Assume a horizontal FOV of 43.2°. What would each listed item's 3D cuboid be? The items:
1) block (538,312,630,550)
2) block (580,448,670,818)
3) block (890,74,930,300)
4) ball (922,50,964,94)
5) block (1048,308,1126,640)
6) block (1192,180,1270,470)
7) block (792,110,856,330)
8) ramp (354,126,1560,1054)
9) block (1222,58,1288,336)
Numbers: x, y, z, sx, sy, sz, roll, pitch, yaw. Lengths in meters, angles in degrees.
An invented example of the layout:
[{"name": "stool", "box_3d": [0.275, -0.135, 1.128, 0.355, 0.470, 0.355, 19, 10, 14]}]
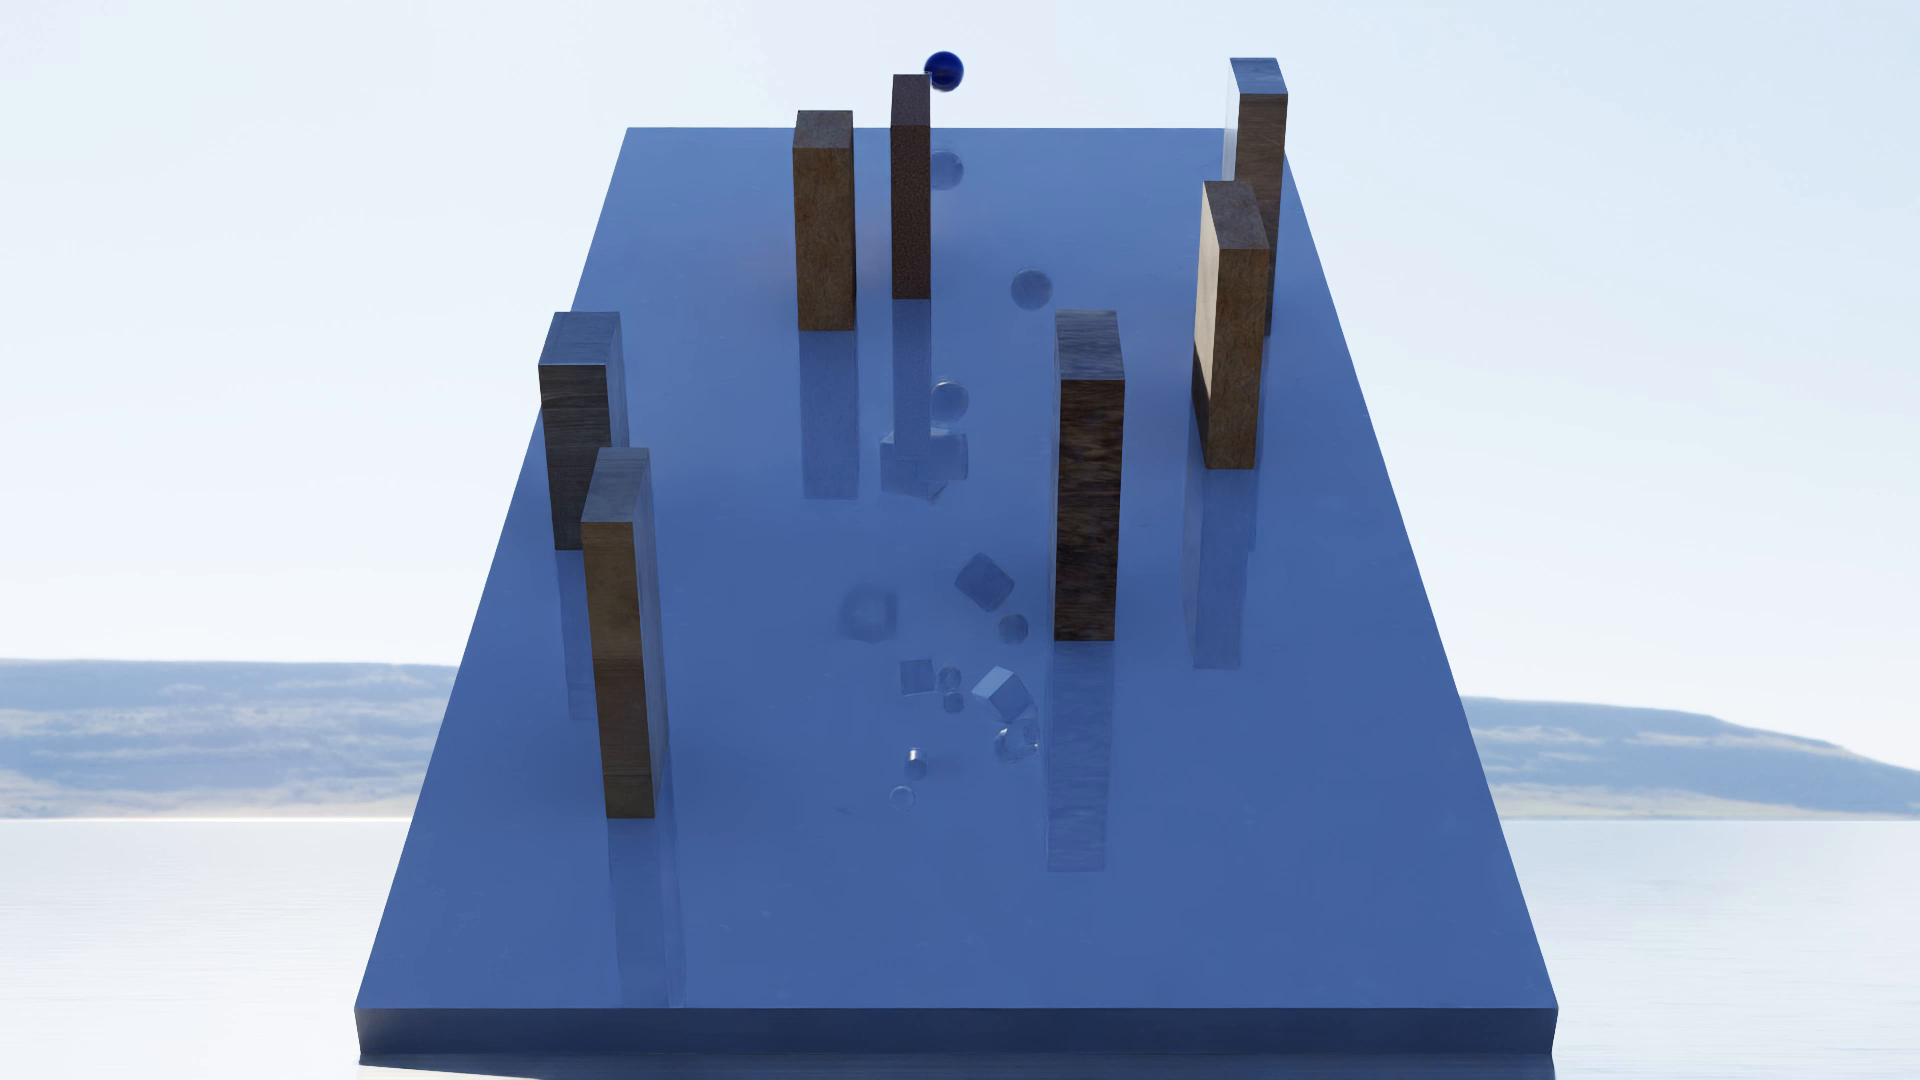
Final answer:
[{"name": "block", "box_3d": [-0.811, -0.237, 5.282, 0.141, 0.451, 0.259, 0, 31, 0]}, {"name": "block", "box_3d": [-0.605, 0.172, 4.418, 0.089, 0.631, 0.266, 0, 31, 0]}, {"name": "block", "box_3d": [-0.129, -0.939, 6.435, 0.100, 0.483, 0.377, 0, 31, 0]}, {"name": "ball", "box_3d": [-0.050, -1.443, 7.479, 0.130, 0.130, 0.130, 0, -6, 0]}, {"name": "block", "box_3d": [0.255, -0.132, 4.965, 0.124, 0.601, 0.317, 0, 31, 0]}, {"name": "block", "box_3d": [0.623, -0.501, 5.635, 0.111, 0.553, 0.391, 0, 31, 0]}, {"name": "block", "box_3d": [-0.344, -0.819, 6.217, 0.141, 0.498, 0.261, 0, 31, 0]}, {"name": "ramp", "box_3d": [-0.014, -0.203, 5.769, 2.000, 0.100, 4.000, 0, 31, 0]}, {"name": "block", "box_3d": [0.735, -0.868, 6.158, 0.119, 0.650, 0.259, 0, 31, 0]}]
